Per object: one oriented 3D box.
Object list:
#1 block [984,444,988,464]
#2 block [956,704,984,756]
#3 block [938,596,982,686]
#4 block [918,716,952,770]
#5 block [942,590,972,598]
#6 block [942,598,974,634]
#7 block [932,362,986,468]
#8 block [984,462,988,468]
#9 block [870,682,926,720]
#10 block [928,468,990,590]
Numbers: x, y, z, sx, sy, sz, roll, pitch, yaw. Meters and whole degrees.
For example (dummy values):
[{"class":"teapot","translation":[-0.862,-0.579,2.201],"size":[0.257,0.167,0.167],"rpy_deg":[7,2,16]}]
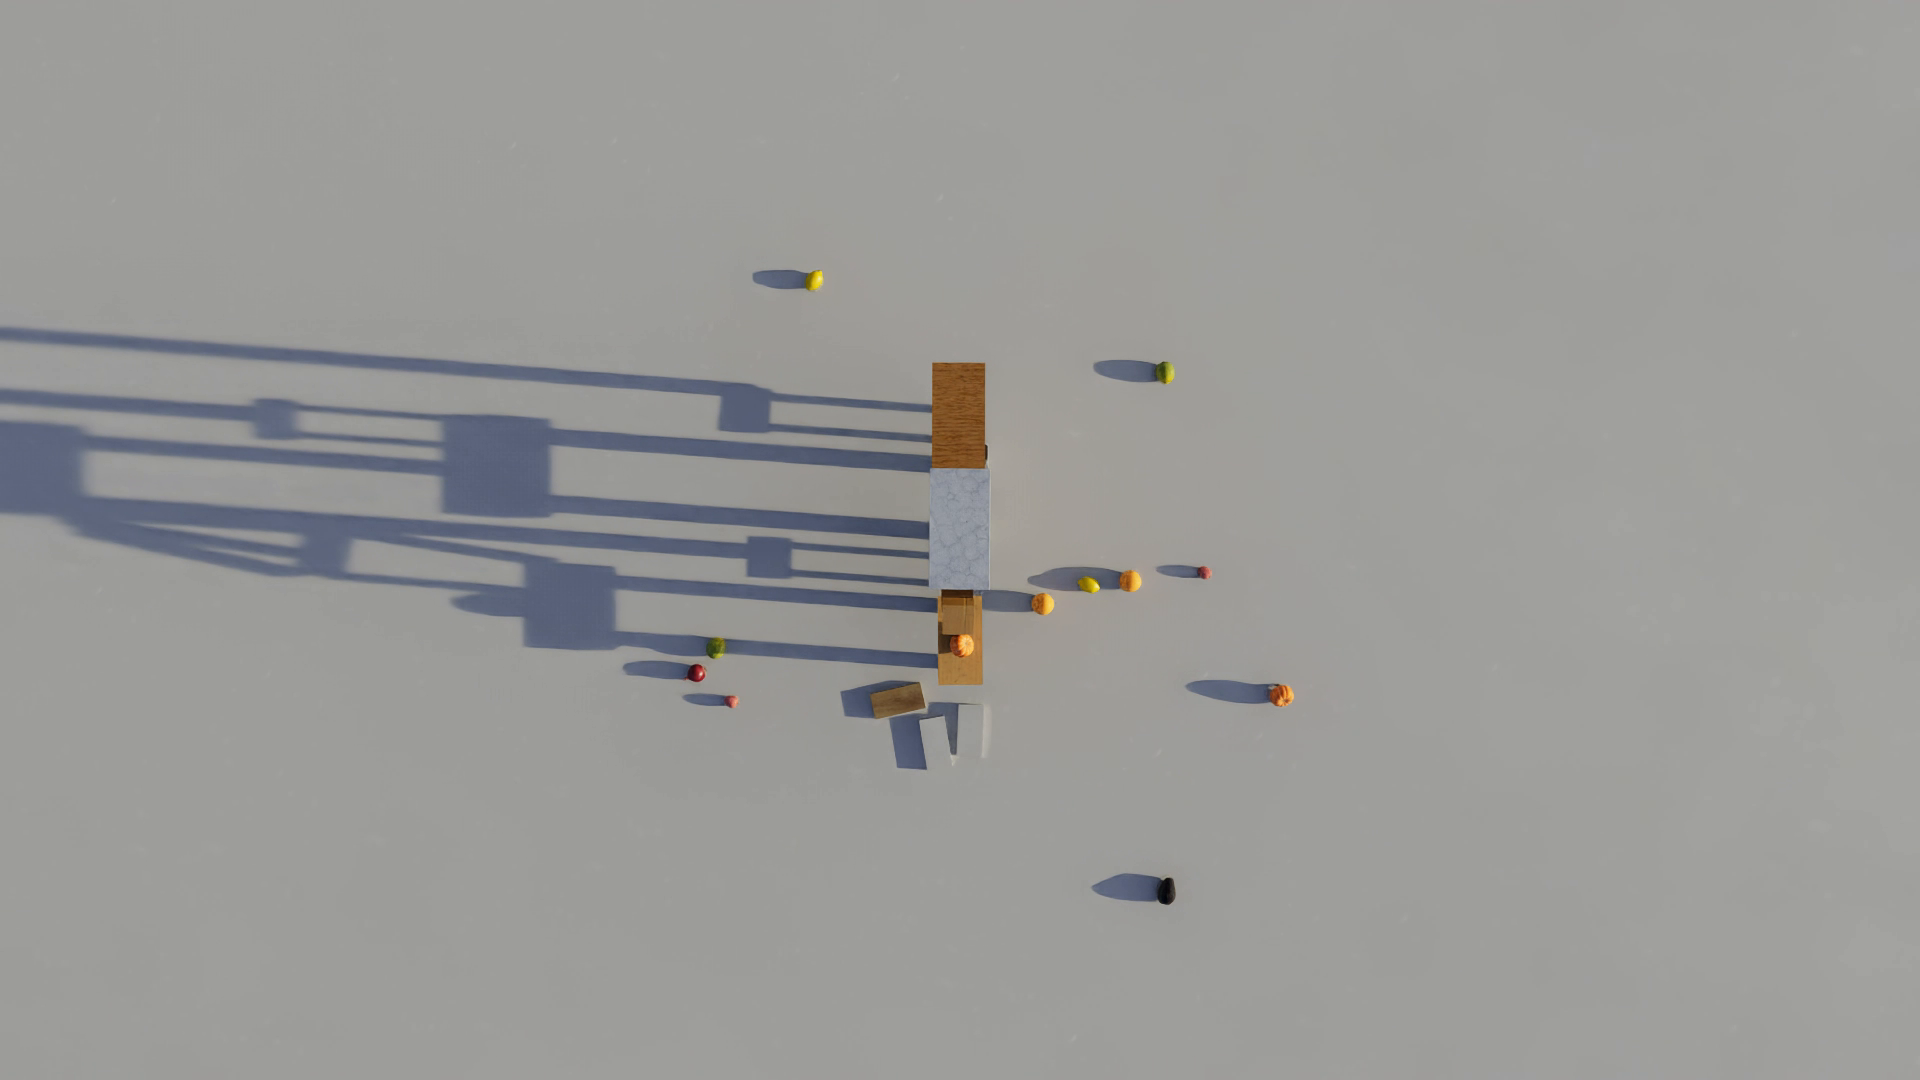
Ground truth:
[{"class":"block","translation":[0.004,-0.248,4.818],"size":[0.149,0.298,0.042],"rpy_deg":[0,90,0]},{"class":"block","translation":[0.035,0.633,5.488],"size":[0.086,0.024,0.171],"rpy_deg":[2,90,0]},{"class":"block","translation":[0.001,0.316,5.201],"size":[0.140,0.040,0.279],"rpy_deg":[-1,90,0]},{"class":"block","translation":[-0.080,0.676,5.488],"size":[0.085,0.024,0.171],"rpy_deg":[-10,90,0]},{"class":"block","translation":[-0.008,0.178,4.912],"size":[0.093,0.185,0.026],"rpy_deg":[0,72,0]},{"class":"block","translation":[-0.005,0.228,4.914],"size":[0.093,0.185,0.026],"rpy_deg":[1,59,0]},{"class":"block","translation":[-0.004,-0.349,4.648],"size":[0.149,0.042,0.298],"rpy_deg":[0,90,0]},{"class":"block","translation":[0.005,-0.134,5.144],"size":[0.166,0.047,0.332],"rpy_deg":[0,90,0]},{"class":"block","translation":[-0.207,0.535,5.488],"size":[0.171,0.024,0.086],"rpy_deg":[-13,90,0]},{"class":"block","translation":[-0.001,-0.030,4.426],"size":[0.162,0.046,0.323],"rpy_deg":[0,90,0]}]
